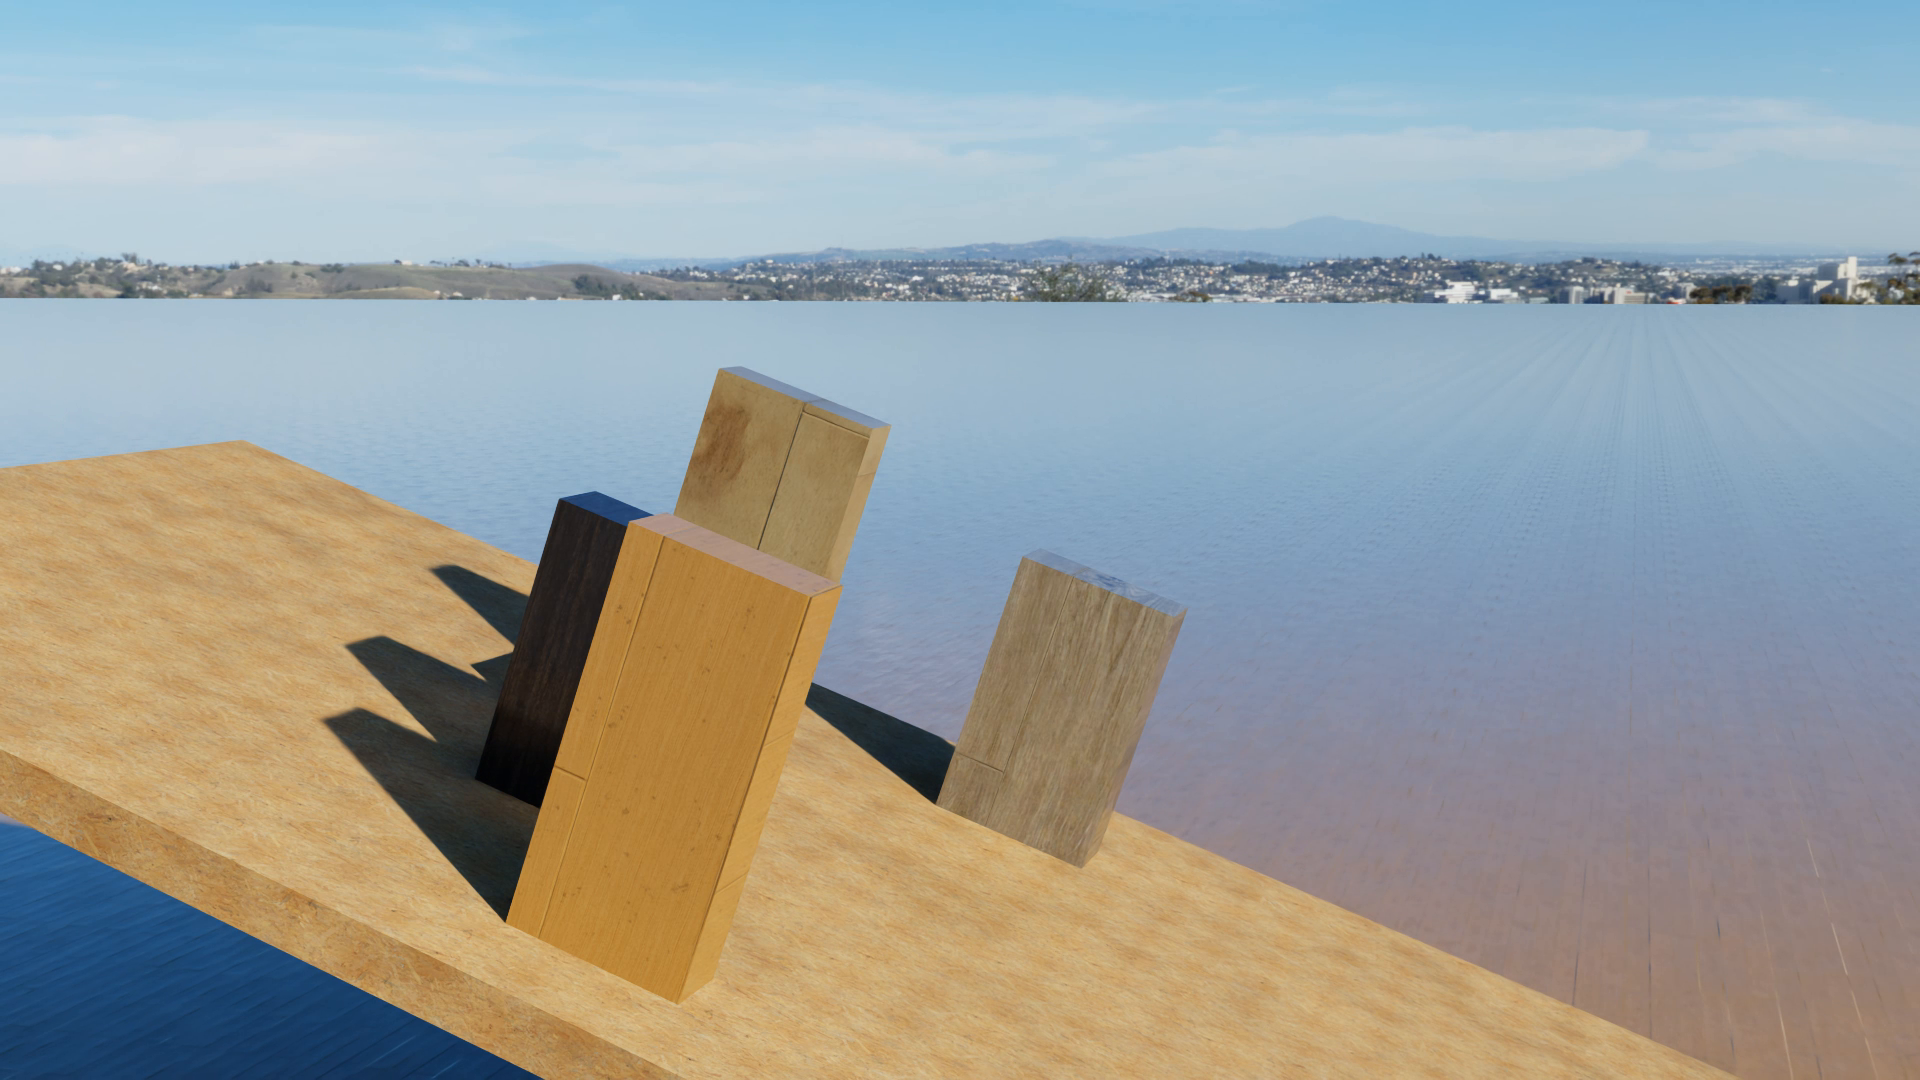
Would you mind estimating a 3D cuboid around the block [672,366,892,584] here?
[{"bbox_3d":[-0.428,0.078,4.414,0.339,0.779,0.114,22,12,14],"label":"block"}]

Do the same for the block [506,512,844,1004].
[{"bbox_3d":[-0.450,0.339,3.443,0.315,0.688,0.134,22,12,14],"label":"block"}]

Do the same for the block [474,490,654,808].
[{"bbox_3d":[-0.655,0.221,3.984,0.266,0.550,0.144,22,12,14],"label":"block"}]

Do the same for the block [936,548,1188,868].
[{"bbox_3d":[0.214,0.353,4.657,0.341,0.575,0.146,22,12,14],"label":"block"}]

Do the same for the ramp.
[{"bbox_3d":[-0.340,0.628,4.215,4.000,0.100,2.000,22,12,14],"label":"ramp"}]
